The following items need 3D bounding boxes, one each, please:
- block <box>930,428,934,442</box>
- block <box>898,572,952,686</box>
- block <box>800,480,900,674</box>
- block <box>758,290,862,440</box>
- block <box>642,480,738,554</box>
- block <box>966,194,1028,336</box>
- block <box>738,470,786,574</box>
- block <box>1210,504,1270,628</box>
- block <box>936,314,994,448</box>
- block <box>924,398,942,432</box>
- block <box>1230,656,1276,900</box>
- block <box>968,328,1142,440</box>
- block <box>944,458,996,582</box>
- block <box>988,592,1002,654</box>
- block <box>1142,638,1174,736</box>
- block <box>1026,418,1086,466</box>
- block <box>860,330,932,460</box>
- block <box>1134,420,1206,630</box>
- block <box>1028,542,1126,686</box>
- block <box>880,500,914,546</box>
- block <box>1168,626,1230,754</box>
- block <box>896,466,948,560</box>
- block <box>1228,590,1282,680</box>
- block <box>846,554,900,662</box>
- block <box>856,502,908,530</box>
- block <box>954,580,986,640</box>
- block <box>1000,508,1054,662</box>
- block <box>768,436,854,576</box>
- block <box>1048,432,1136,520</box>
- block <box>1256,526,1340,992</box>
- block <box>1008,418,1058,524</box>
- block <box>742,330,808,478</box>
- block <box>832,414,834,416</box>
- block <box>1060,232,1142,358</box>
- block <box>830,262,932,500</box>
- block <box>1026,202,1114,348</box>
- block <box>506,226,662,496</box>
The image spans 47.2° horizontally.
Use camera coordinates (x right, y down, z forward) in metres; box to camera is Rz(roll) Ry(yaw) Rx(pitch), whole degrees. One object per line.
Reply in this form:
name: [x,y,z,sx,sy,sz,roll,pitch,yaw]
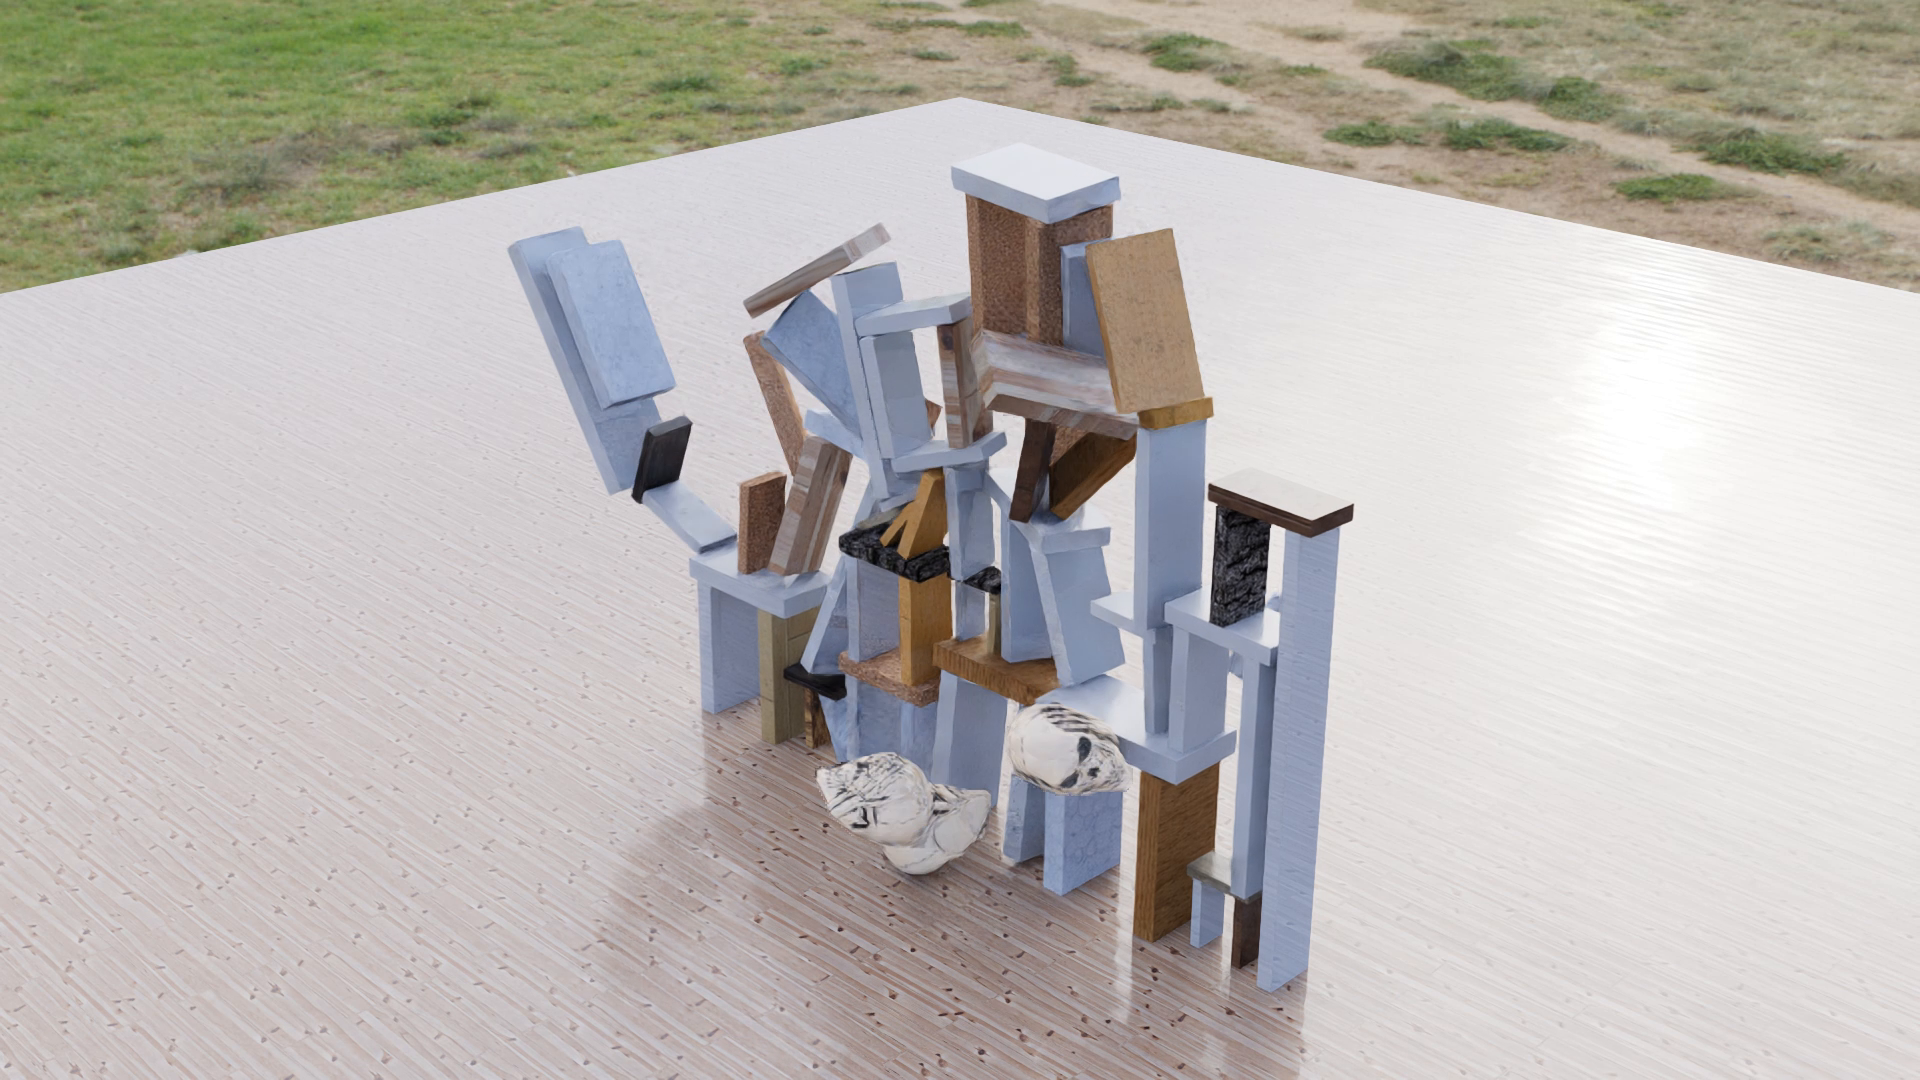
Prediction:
block: [-0.082,-0.242,4.581,0.018,0.064,0.128,-4,24,-19]
block: [-0.068,0.166,4.368,0.032,0.229,0.114,20,30,41]
block: [-0.184,0.067,4.562,0.147,0.474,0.042,5,26,-37]
block: [-0.252,-0.353,4.419,0.144,0.289,0.041,-54,16,-26]
block: [-0.597,-0.050,4.857,0.104,0.029,0.207,-22,52,-41]
block: [0.093,-0.512,3.989,0.150,0.300,0.042,-21,39,-22]
block: [-0.421,-0.037,4.672,0.029,0.207,0.103,27,35,37]
block: [0.476,0.030,3.722,0.109,0.219,0.031,-20,30,-38]
block: [0.011,-0.303,4.140,0.034,0.237,0.118,6,23,29]
block: [-0.093,-0.220,4.384,0.067,0.133,0.019,24,3,-25]
block: [0.531,0.397,3.818,0.119,0.464,0.034,-20,31,-40]
block: [0.160,-0.260,3.686,0.286,0.041,0.143,10,48,-30]
block: [0.019,-0.048,4.248,0.029,0.236,0.101,17,32,37]
block: [0.084,0.155,4.300,0.063,0.126,0.018,-12,20,-43]
block: [0.372,0.250,3.942,0.091,0.183,0.026,-17,24,-35]
block: [0.191,-0.256,4.186,0.130,0.261,0.037,-12,27,-27]
block: [-0.123,-0.287,4.225,0.034,0.237,0.118,4,22,37]
block: [0.365,-0.030,3.833,0.127,0.364,0.036,-14,23,-33]
block: [0.222,0.119,4.136,0.139,0.279,0.040,-20,12,-37]
block: [-0.101,-0.039,4.322,0.067,0.134,0.019,-23,72,-41]
block: [0.423,0.246,3.882,0.034,0.238,0.119,22,31,40]
block: [-0.052,-0.060,4.267,0.029,0.203,0.101,40,41,25]
block: [0.600,0.196,4.266,0.091,0.183,0.026,35,7,8]
block: [-0.176,0.124,4.466,0.032,0.229,0.114,20,30,41]
block: [-0.139,-0.051,4.382,0.067,0.019,0.134,-22,2,-44]
block: [0.020,0.131,4.347,0.063,0.126,0.018,-17,24,-40]
block: [0.151,0.076,4.252,0.139,0.307,0.040,-6,14,-23]
block: [-0.308,-0.073,4.609,0.042,0.293,0.147,23,14,24]
block: [0.260,-0.160,4.030,0.036,0.254,0.127,33,32,-24]
block: [0.576,0.375,3.753,0.031,0.877,0.109,21,31,41]
block: [0.144,-0.175,4.026,0.037,0.261,0.130,15,29,9]
block: [-0.380,-0.268,4.822,0.050,0.354,0.177,-21,-17,1]
block: [-0.203,-0.279,4.571,0.128,0.018,0.064,12,50,40]
block: [0.252,-0.384,3.794,0.143,0.286,0.041,-12,38,-10]
block: [-0.145,-0.311,4.279,0.041,0.440,0.144,0,16,44]
block: [0.191,-0.439,3.820,0.150,0.300,0.042,-21,41,-22]
block: [-0.818,-0.403,4.931,0.177,0.598,0.050,-23,0,-43]
